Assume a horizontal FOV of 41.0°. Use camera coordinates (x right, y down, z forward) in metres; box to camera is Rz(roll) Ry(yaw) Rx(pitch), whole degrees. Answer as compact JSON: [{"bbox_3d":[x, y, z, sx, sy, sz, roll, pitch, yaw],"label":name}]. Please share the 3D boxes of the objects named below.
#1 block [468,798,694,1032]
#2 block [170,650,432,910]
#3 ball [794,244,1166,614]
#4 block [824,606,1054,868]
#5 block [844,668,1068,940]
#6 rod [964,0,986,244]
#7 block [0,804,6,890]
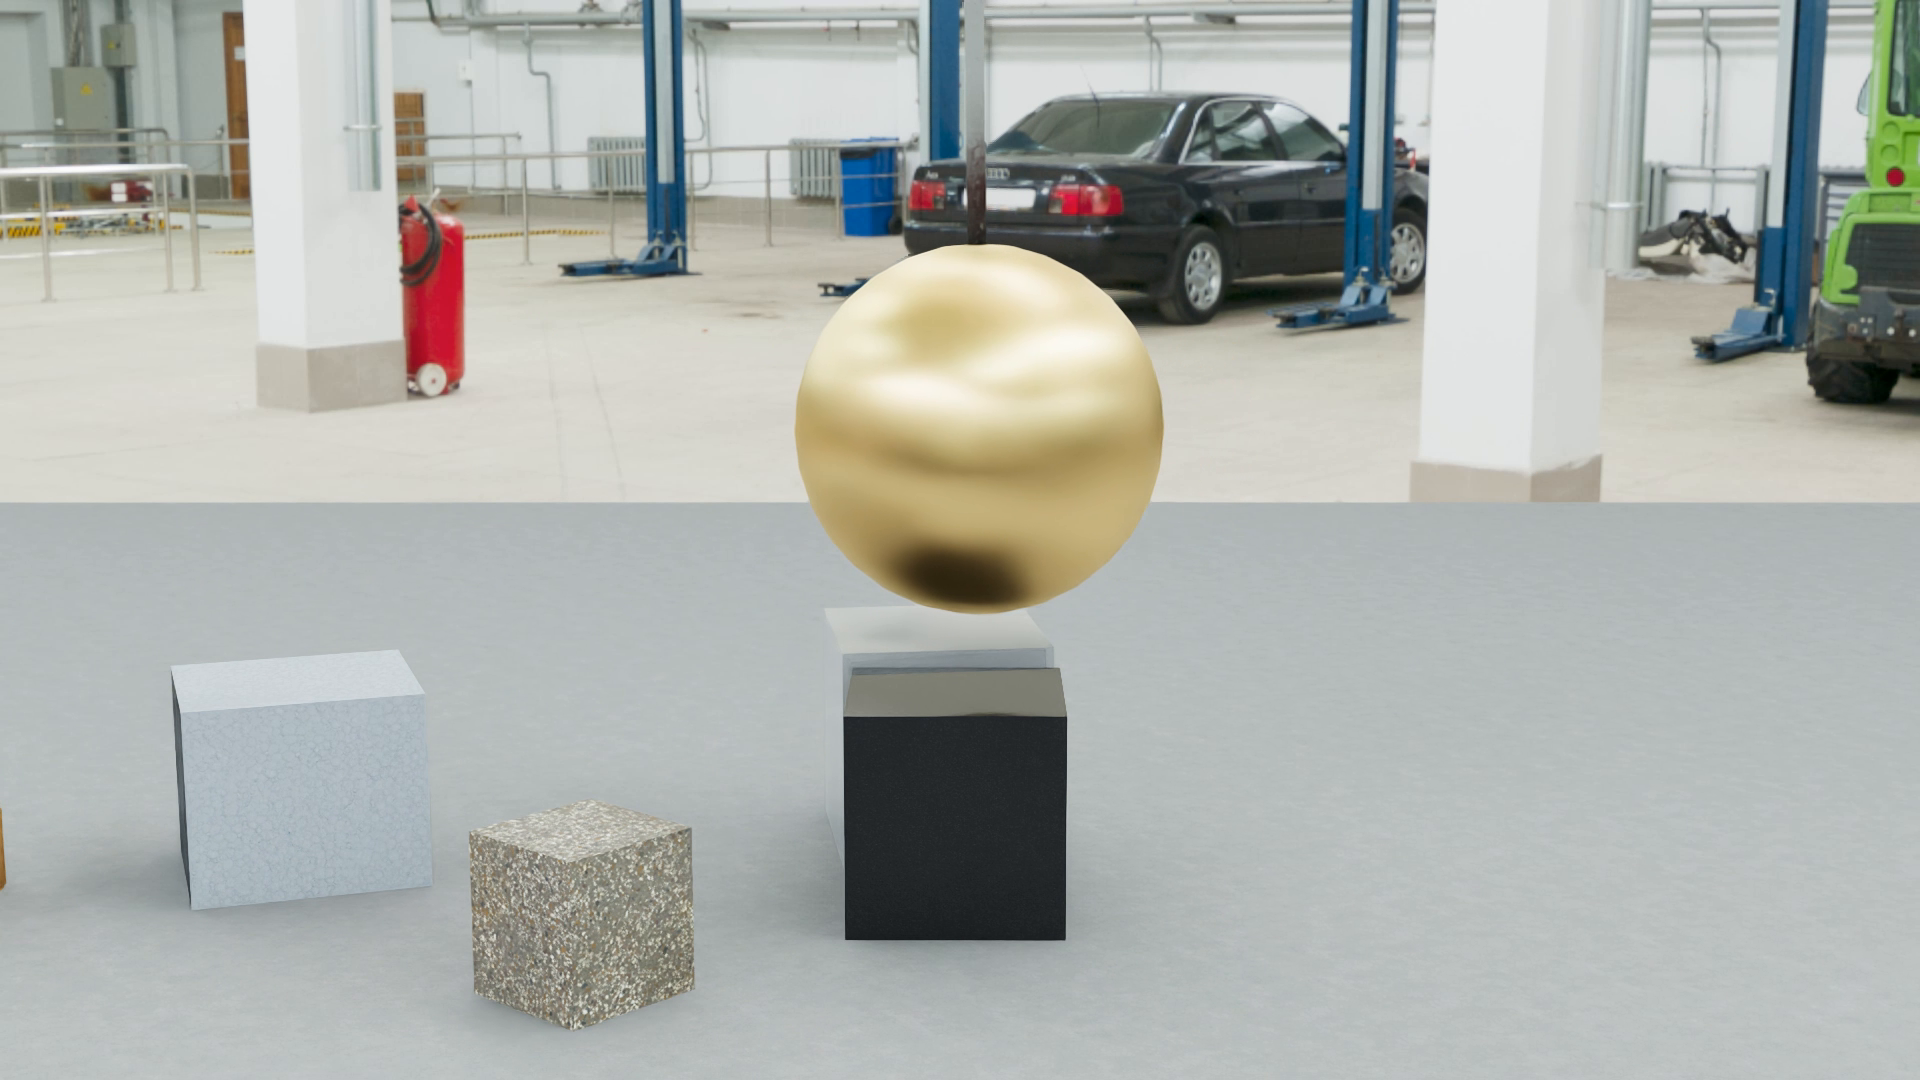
[{"bbox_3d":[-1.453,1.429,9.882,0.597,0.653,0.603,9,14,41],"label":"block"},{"bbox_3d":[-2.941,1.042,11.424,1.014,0.863,0.920,-4,11,-19],"label":"block"},{"bbox_3d":[0.085,-0.478,11.093,1.600,1.600,1.600,0,10,0],"label":"ball"},{"bbox_3d":[-0.116,0.890,11.891,0.942,0.995,0.984,-1,10,-8],"label":"block"},{"bbox_3d":[-0.017,1.100,10.873,0.905,0.945,0.873,0,10,0],"label":"block"},{"bbox_3d":[0.037,-3.823,10.485,0.080,5.200,0.080,-1,10,0],"label":"rod"},{"bbox_3d":[-4.510,1.240,10.854,0.724,0.678,0.646,-1,10,-7],"label":"block"}]
